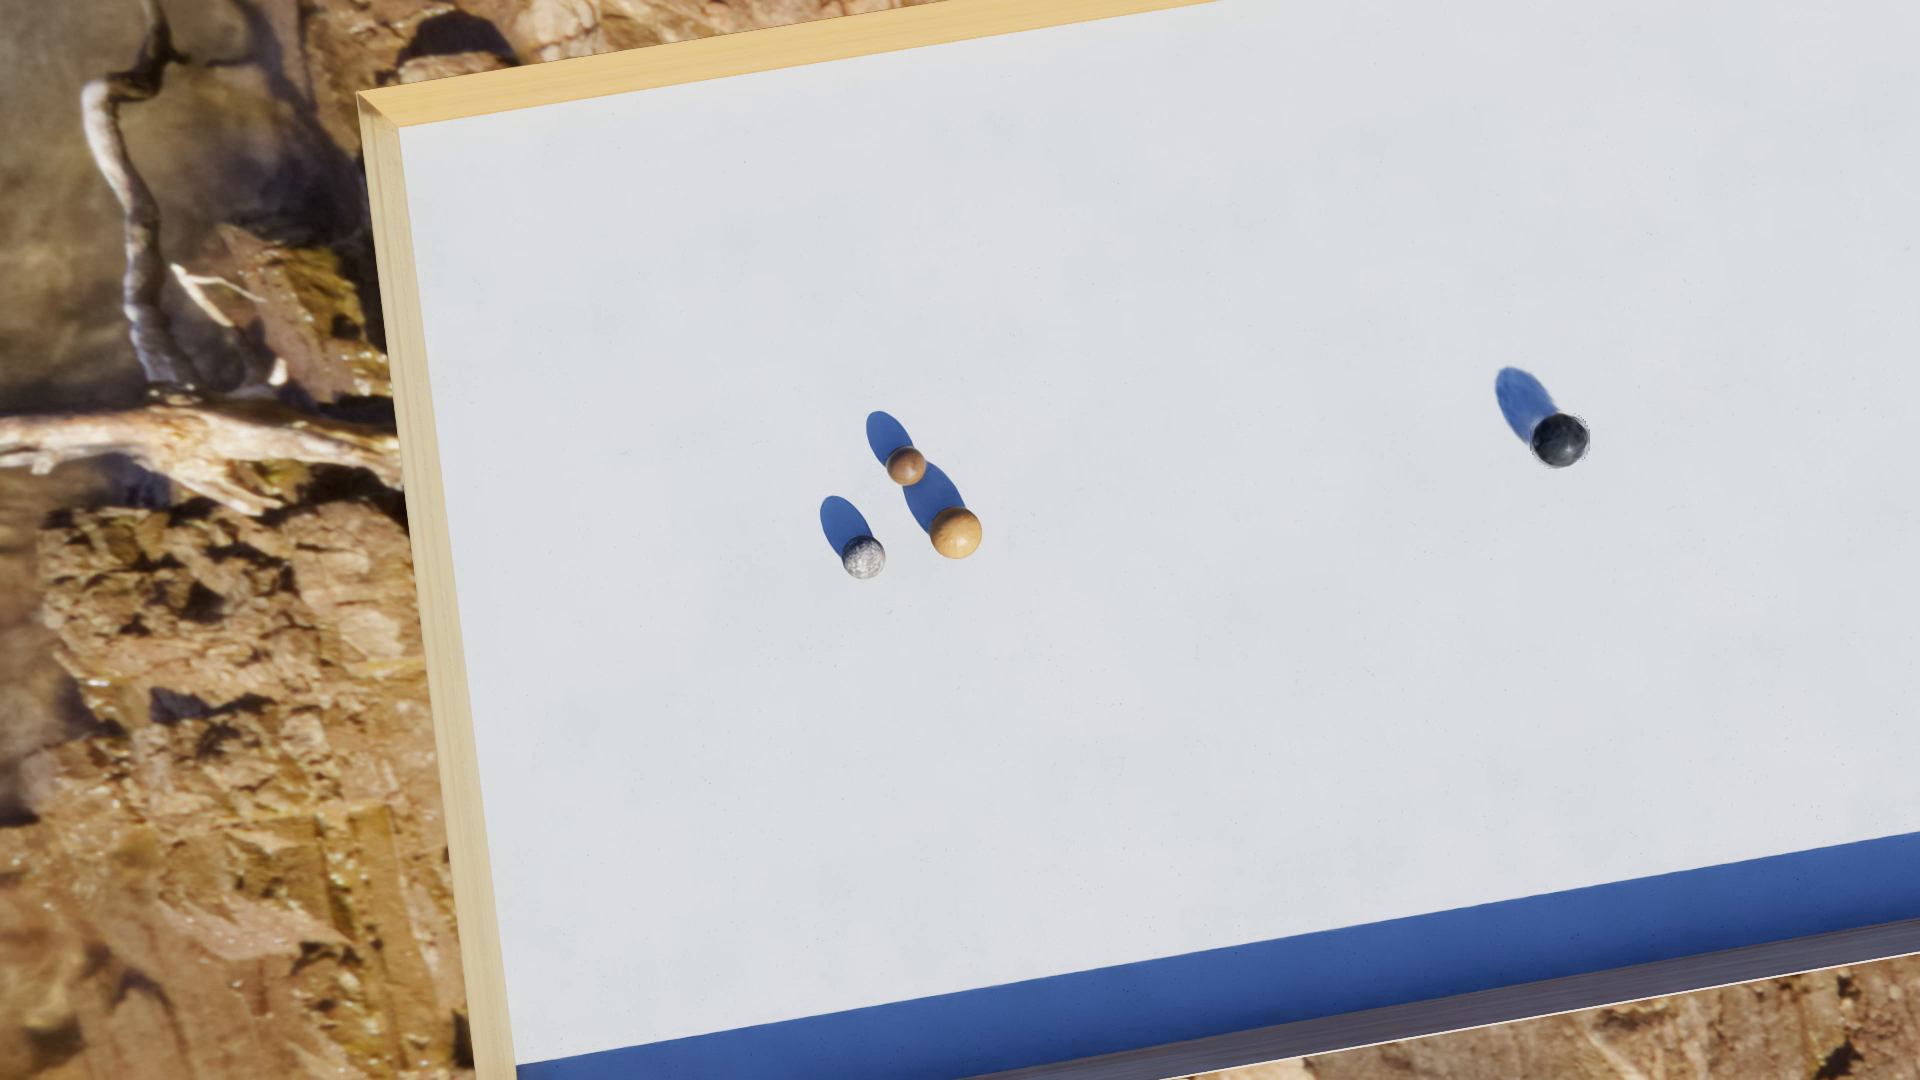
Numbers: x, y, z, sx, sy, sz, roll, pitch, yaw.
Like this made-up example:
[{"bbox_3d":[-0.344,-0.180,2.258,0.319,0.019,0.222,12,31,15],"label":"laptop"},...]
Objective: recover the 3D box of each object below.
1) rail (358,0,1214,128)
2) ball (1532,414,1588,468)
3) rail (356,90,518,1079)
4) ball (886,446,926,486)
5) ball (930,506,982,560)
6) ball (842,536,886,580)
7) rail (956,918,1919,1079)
[{"bbox_3d":[0.656,-0.901,3.424,3.177,0.107,0.045,-9,80,-2],"label":"rail"},{"bbox_3d":[0.902,-0.150,3.305,0.082,0.082,0.082,0,80,0],"label":"ball"},{"bbox_3d":[-0.760,0.119,3.243,0.045,0.107,1.634,-9,80,-2],"label":"rail"},{"bbox_3d":[-0.081,-0.111,3.308,0.061,0.061,0.061,0,80,0],"label":"ball"},{"bbox_3d":[-0.006,-0.011,3.281,0.079,0.079,0.079,0,80,0],"label":"ball"},{"bbox_3d":[-0.144,0.026,3.282,0.066,0.066,0.066,0,80,0],"label":"ball"},{"bbox_3d":[0.912,0.641,3.151,3.177,0.107,0.045,-9,80,-2],"label":"rail"}]
